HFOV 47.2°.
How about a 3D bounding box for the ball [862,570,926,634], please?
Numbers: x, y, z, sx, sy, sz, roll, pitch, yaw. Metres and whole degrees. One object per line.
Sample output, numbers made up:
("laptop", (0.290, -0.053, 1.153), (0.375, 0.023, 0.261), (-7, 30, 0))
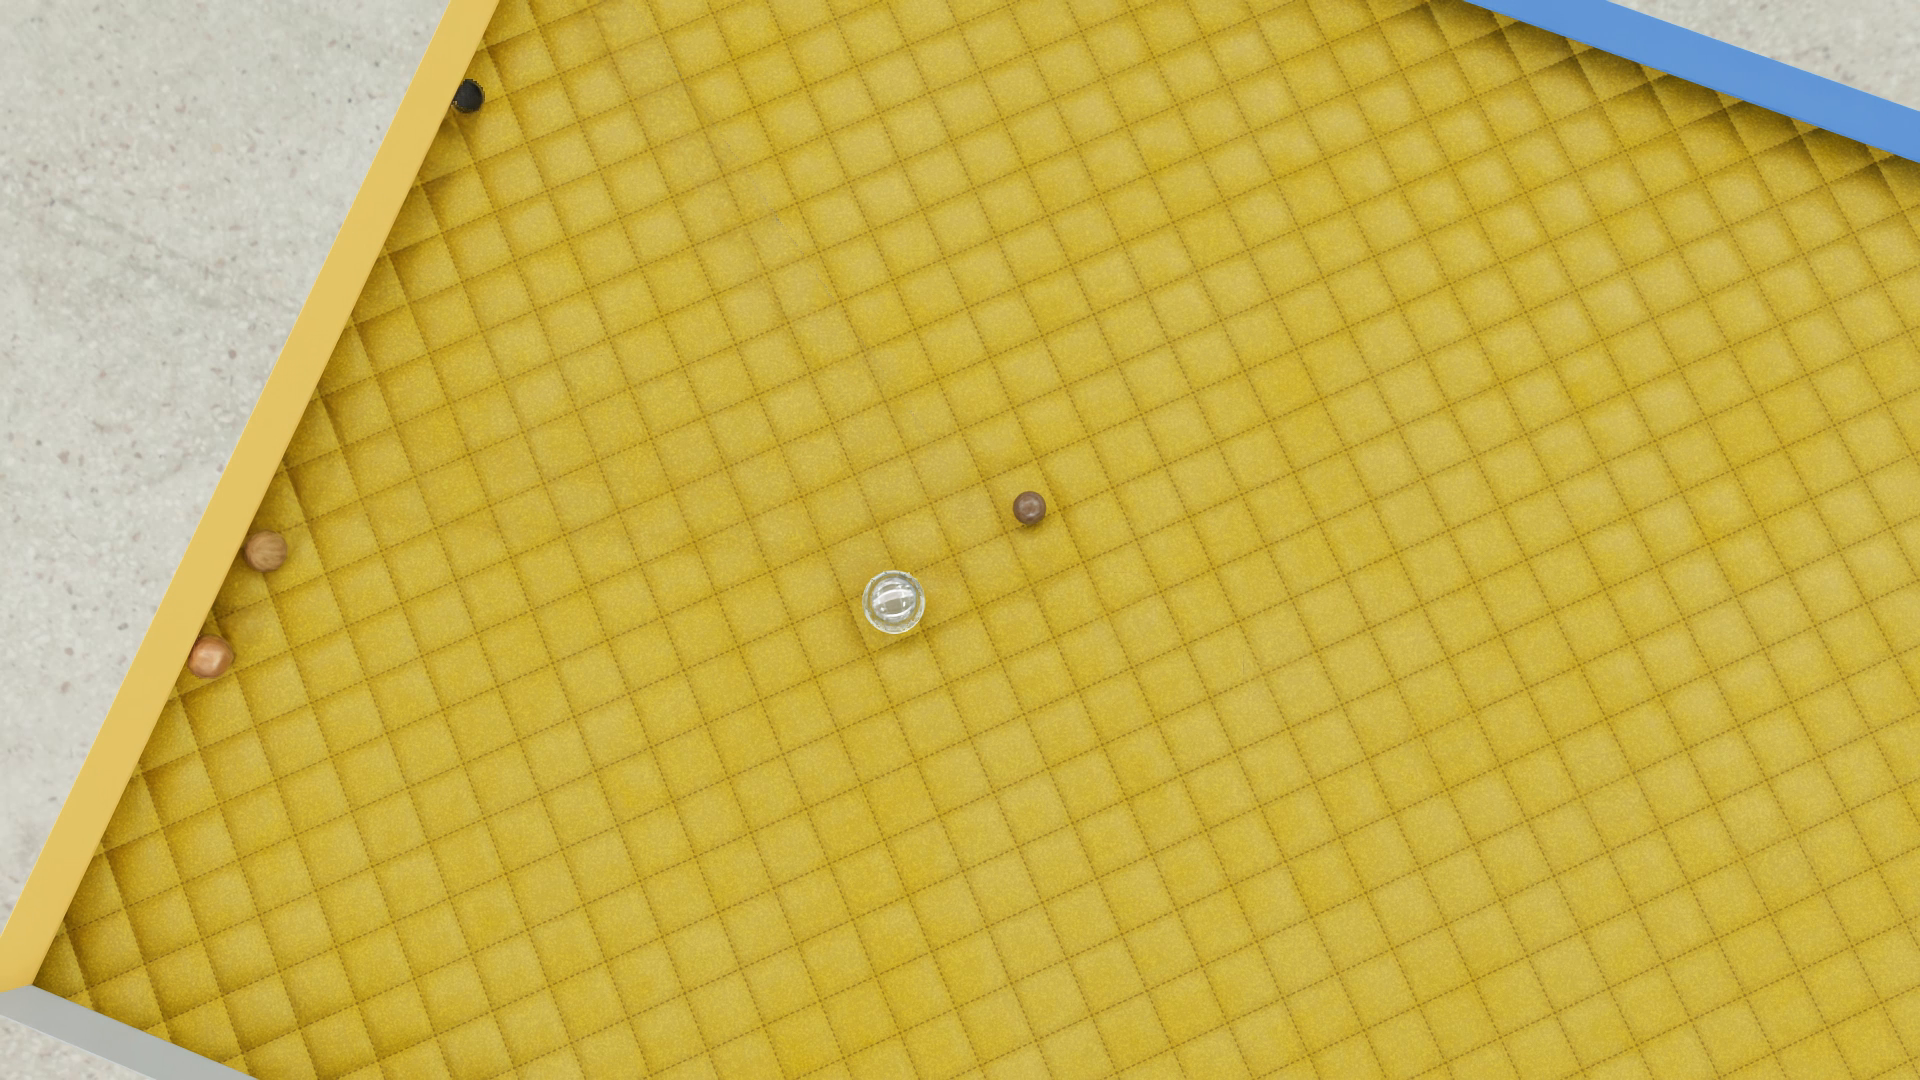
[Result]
("ball", (-0.099, 0.092, 3.279), (0.095, 0.095, 0.095), (0, 78, 0))

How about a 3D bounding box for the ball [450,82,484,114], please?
("ball", (-0.780, -0.699, 3.477), (0.051, 0.051, 0.051), (0, 78, 0))

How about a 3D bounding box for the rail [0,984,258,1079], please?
("rail", (0.558, 1.383, 2.976), (4.163, 0.126, 0.045), (21, 78, 5))

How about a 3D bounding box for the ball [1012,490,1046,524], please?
("ball", (0.105, -0.049, 3.332), (0.052, 0.052, 0.052), (0, 78, 0))

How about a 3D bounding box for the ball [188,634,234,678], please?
("ball", (-1.117, 0.173, 3.276), (0.065, 0.065, 0.065), (0, 78, 0))

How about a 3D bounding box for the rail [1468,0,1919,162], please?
("rail", (1.379, -0.653, 3.427), (4.163, 0.126, 0.045), (21, 78, 5))

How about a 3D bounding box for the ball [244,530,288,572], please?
("ball", (-1.045, 0.016, 3.313), (0.062, 0.062, 0.062), (0, 78, 0))

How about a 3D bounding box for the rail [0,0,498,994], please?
("rail", (-0.946, -0.370, 3.364), (0.045, 0.126, 2.288), (21, 78, 5))
